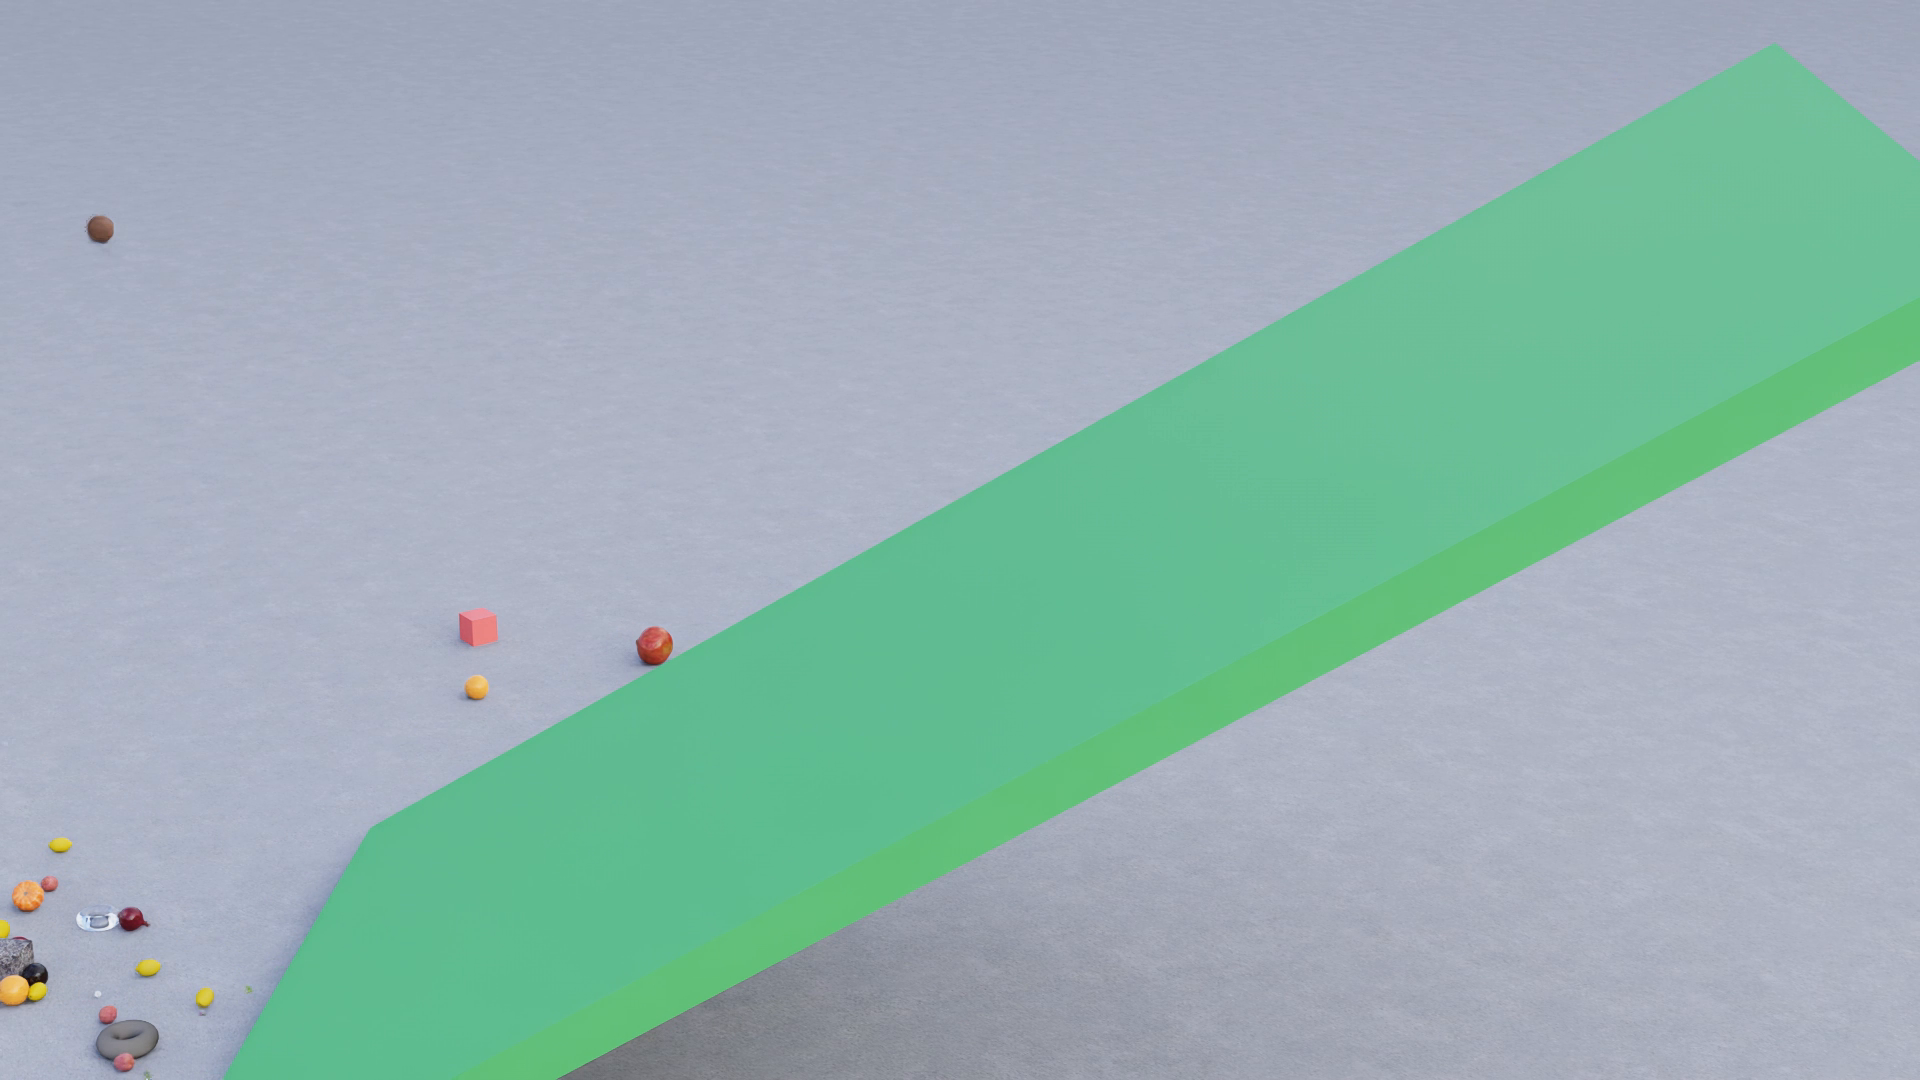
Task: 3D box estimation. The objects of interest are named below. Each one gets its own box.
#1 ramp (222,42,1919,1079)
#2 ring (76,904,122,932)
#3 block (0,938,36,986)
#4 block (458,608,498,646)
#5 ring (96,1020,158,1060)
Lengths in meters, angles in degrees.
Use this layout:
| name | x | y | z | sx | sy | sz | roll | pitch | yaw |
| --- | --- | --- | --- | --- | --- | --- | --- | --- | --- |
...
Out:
| name | x | y | z | sx | sy | sz | roll | pitch | yaw |
| --- | --- | --- | --- | --- | --- | --- | --- | --- | --- |
| ramp | 0.142 | 0.168 | 6.287 | 4.000 | 0.100 | 2.000 | -29 | 15 | 13 |
| ring | -2.140 | 0.939 | 7.310 | 0.108 | 0.036 | 0.108 | 1 | 19 | 0 |
| block | -2.272 | 1.010 | 7.034 | 0.082 | 0.082 | 0.082 | 3 | 19 | 9 |
| block | -1.500 | 0.271 | 9.158 | 0.086 | 0.086 | 0.086 | -14 | 24 | -35 |
| ring | -1.900 | 1.141 | 6.711 | 0.139 | 0.046 | 0.139 | -1 | 20 | 0 |
